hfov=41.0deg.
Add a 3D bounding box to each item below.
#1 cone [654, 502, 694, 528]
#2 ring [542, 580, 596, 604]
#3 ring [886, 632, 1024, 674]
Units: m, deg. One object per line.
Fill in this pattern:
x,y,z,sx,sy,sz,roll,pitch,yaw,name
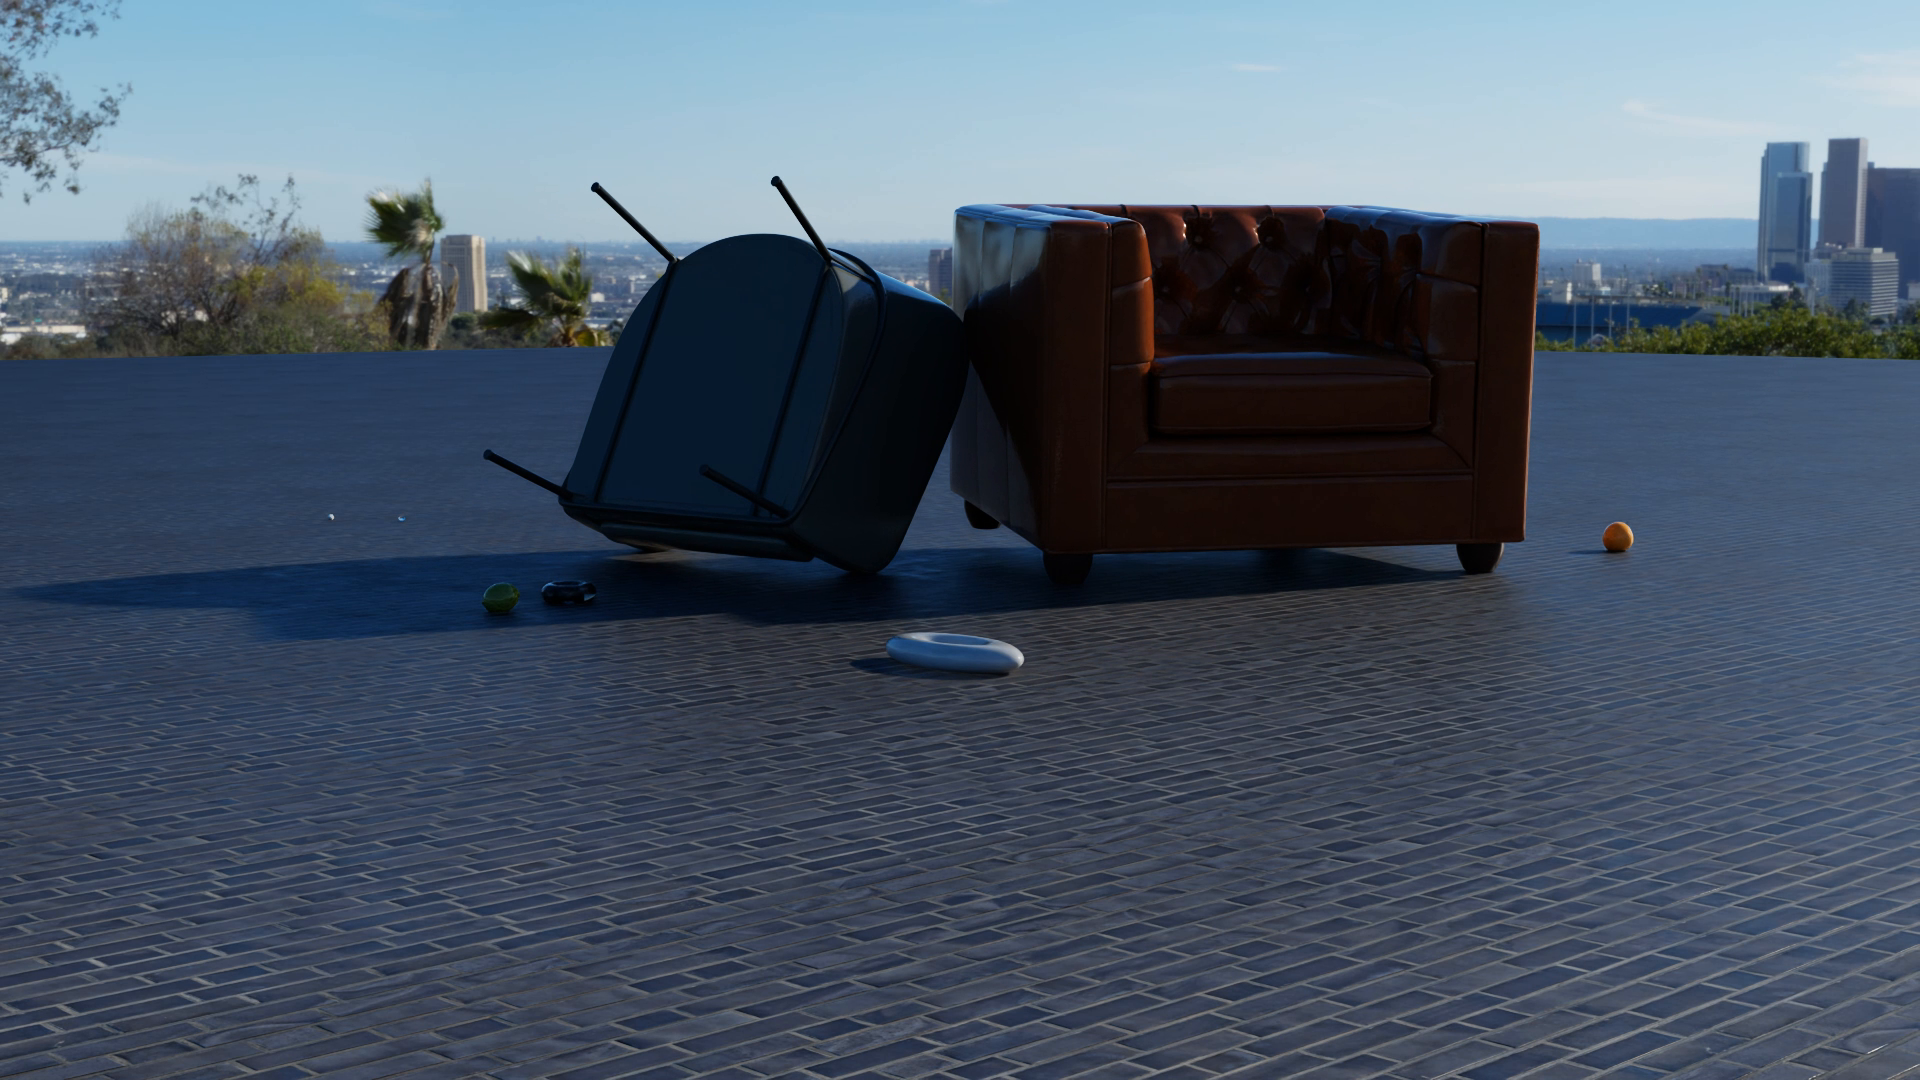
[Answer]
-0.767,-0.049,6.733,0.122,0.070,0.077,4,31,22,cone
-0.793,0.106,5.199,0.110,0.038,0.113,-6,9,-35,ring
-0.011,0.191,4.334,0.133,0.047,0.309,-7,9,-44,ring
